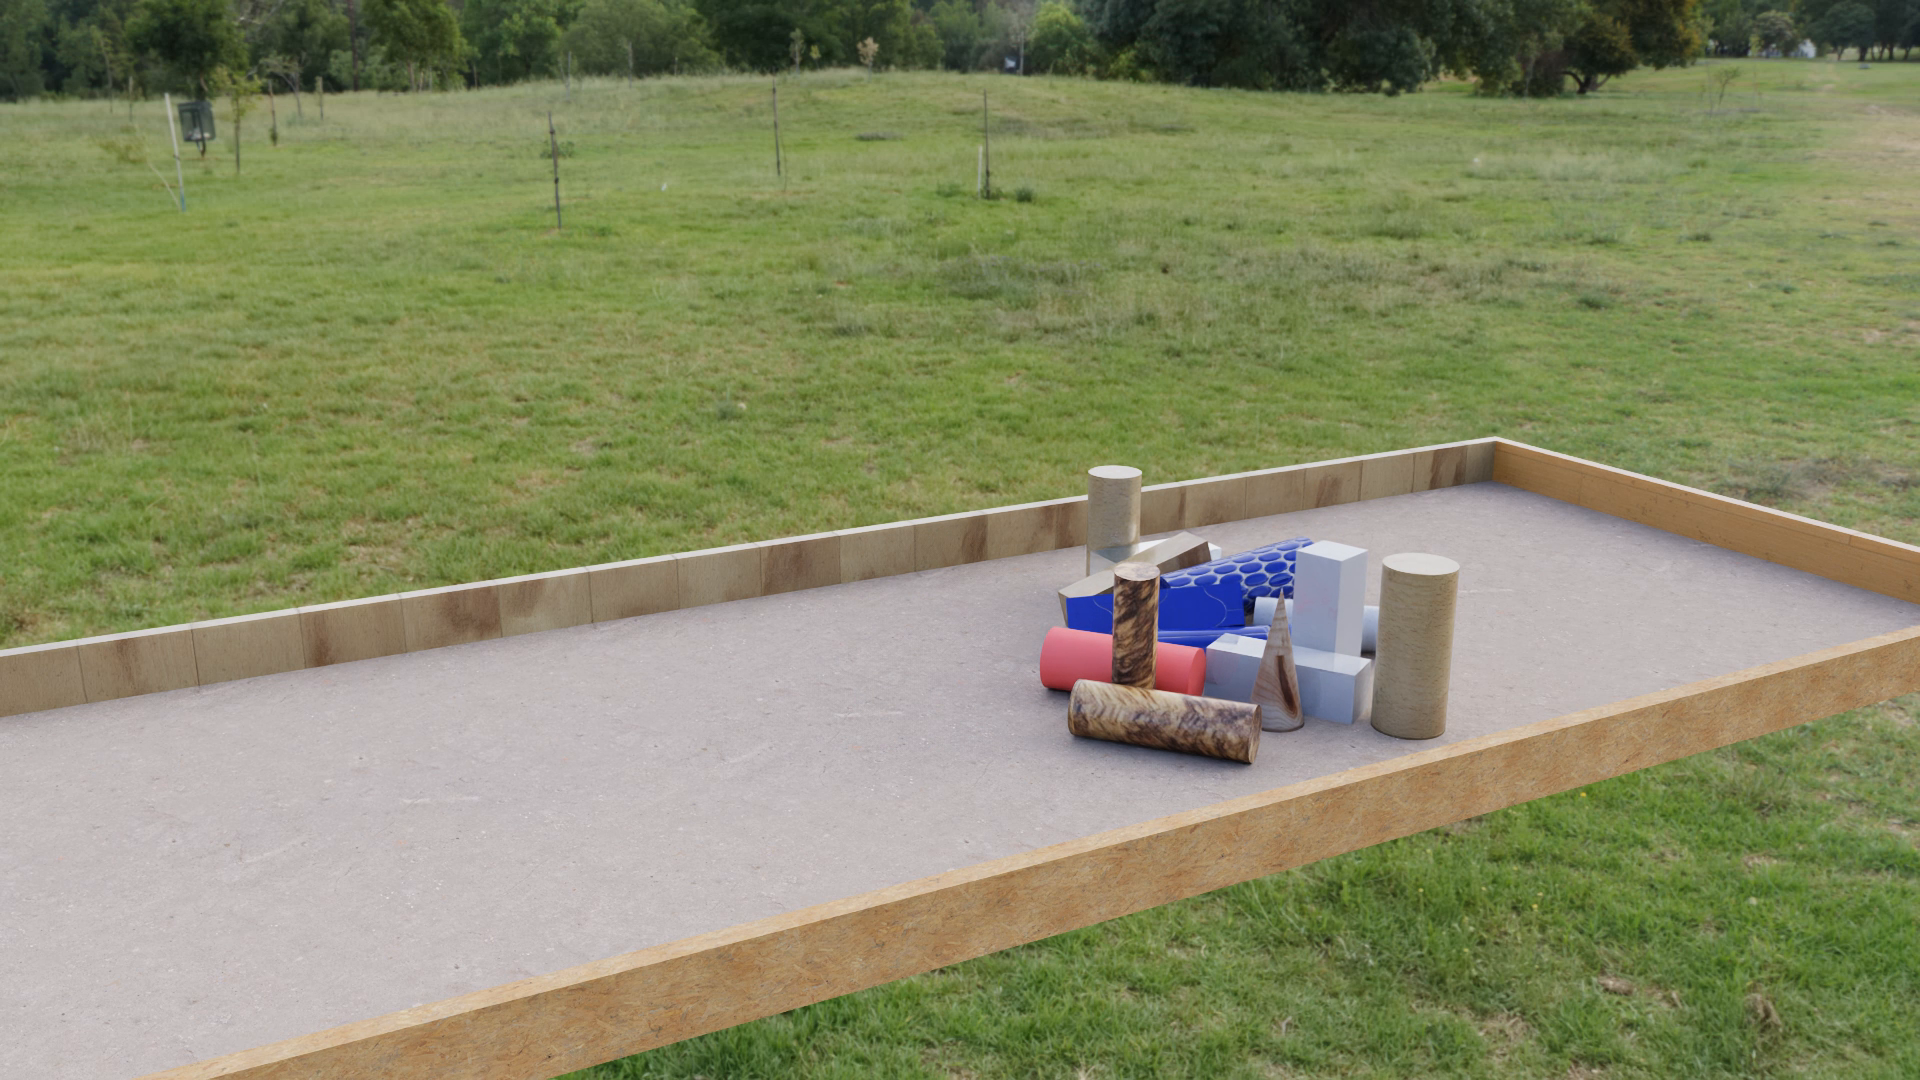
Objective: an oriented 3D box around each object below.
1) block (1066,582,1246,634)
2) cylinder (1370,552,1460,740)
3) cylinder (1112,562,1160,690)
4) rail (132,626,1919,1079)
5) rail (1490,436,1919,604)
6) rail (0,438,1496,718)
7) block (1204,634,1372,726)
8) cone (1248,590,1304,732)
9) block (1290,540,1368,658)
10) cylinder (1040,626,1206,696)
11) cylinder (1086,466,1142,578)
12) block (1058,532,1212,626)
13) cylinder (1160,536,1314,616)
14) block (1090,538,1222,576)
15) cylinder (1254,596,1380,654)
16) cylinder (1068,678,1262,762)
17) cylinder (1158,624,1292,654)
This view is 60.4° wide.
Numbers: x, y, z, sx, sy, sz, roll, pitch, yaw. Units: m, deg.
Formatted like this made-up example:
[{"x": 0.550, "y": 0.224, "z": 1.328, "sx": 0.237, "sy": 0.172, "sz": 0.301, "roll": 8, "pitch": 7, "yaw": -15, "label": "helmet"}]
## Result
[{"x": 0.508, "y": 0.201, "z": 4.300, "sx": 0.450, "sy": 0.113, "sz": 0.113, "roll": -5, "pitch": -19, "yaw": 5, "label": "block"}, {"x": 1.050, "y": 0.245, "z": 3.814, "sx": 0.170, "sy": 0.398, "sz": 0.170, "roll": 0, "pitch": 16, "yaw": 0, "label": "cylinder"}, {"x": 0.406, "y": 0.245, "z": 3.833, "sx": 0.104, "sy": 0.379, "sz": 0.104, "roll": -1, "pitch": 23, "yaw": 0, "label": "cylinder"}, {"x": -2.336, "y": 1.006, "z": 1.665, "sx": 12.000, "sy": 0.150, "sz": 0.050, "roll": -9, "pitch": 18, "yaw": -27, "label": "rail"}, {"x": 2.466, "y": -0.048, "z": 5.253, "sx": 0.050, "sy": 0.150, "sz": 2.100, "roll": -9, "pitch": 18, "yaw": -27, "label": "rail"}, {"x": -3.305, "y": 0.497, "z": 3.399, "sx": 12.000, "sy": 0.150, "sz": 0.050, "roll": -9, "pitch": 18, "yaw": -27, "label": "rail"}, {"x": 0.792, "y": 0.334, "z": 3.999, "sx": 0.372, "sy": 0.124, "sz": 0.124, "roll": 10, "pitch": 19, "yaw": 29, "label": "block"}, {"x": 0.743, "y": 0.268, "z": 3.850, "sx": 0.139, "sy": 0.335, "sz": 0.139, "roll": 0, "pitch": 16, "yaw": 0, "label": "cone"}, {"x": 0.904, "y": 0.196, "z": 4.056, "sx": 0.125, "sy": 0.356, "sz": 0.125, "roll": 15, "pitch": 22, "yaw": 41, "label": "block"}, {"x": 0.397, "y": 0.312, "z": 4.022, "sx": 0.374, "sy": 0.153, "sz": 0.153, "roll": 7, "pitch": 18, "yaw": 23, "label": "cylinder"}, {"x": 0.450, "y": -0.030, "z": 4.837, "sx": 0.155, "sy": 0.350, "sz": 0.155, "roll": 0, "pitch": 16, "yaw": 0, "label": "cylinder"}, {"x": 0.489, "y": 0.120, "z": 4.557, "sx": 0.432, "sy": 0.109, "sz": 0.109, "roll": -24, "pitch": 25, "yaw": -21, "label": "block"}, {"x": 0.760, "y": 0.126, "z": 4.514, "sx": 0.451, "sy": 0.171, "sz": 0.171, "roll": -14, "pitch": 20, "yaw": -18, "label": "cylinder"}, {"x": 0.561, "y": 0.100, "z": 4.745, "sx": 0.348, "sy": 0.152, "sz": 0.152, "roll": -8, "pitch": 18, "yaw": -27, "label": "block"}, {"x": 1.009, "y": 0.229, "z": 4.356, "sx": 0.453, "sy": 0.124, "sz": 0.124, "roll": 4, "pitch": 17, "yaw": 15, "label": "cylinder"}, {"x": 0.463, "y": 0.408, "z": 3.737, "sx": 0.418, "sy": 0.131, "sz": 0.131, "roll": 7, "pitch": 18, "yaw": 22, "label": "cylinder"}, {"x": 0.683, "y": 0.278, "z": 4.206, "sx": 0.449, "sy": 0.115, "sz": 0.115, "roll": -2, "pitch": 16, "yaw": -7, "label": "cylinder"}]
